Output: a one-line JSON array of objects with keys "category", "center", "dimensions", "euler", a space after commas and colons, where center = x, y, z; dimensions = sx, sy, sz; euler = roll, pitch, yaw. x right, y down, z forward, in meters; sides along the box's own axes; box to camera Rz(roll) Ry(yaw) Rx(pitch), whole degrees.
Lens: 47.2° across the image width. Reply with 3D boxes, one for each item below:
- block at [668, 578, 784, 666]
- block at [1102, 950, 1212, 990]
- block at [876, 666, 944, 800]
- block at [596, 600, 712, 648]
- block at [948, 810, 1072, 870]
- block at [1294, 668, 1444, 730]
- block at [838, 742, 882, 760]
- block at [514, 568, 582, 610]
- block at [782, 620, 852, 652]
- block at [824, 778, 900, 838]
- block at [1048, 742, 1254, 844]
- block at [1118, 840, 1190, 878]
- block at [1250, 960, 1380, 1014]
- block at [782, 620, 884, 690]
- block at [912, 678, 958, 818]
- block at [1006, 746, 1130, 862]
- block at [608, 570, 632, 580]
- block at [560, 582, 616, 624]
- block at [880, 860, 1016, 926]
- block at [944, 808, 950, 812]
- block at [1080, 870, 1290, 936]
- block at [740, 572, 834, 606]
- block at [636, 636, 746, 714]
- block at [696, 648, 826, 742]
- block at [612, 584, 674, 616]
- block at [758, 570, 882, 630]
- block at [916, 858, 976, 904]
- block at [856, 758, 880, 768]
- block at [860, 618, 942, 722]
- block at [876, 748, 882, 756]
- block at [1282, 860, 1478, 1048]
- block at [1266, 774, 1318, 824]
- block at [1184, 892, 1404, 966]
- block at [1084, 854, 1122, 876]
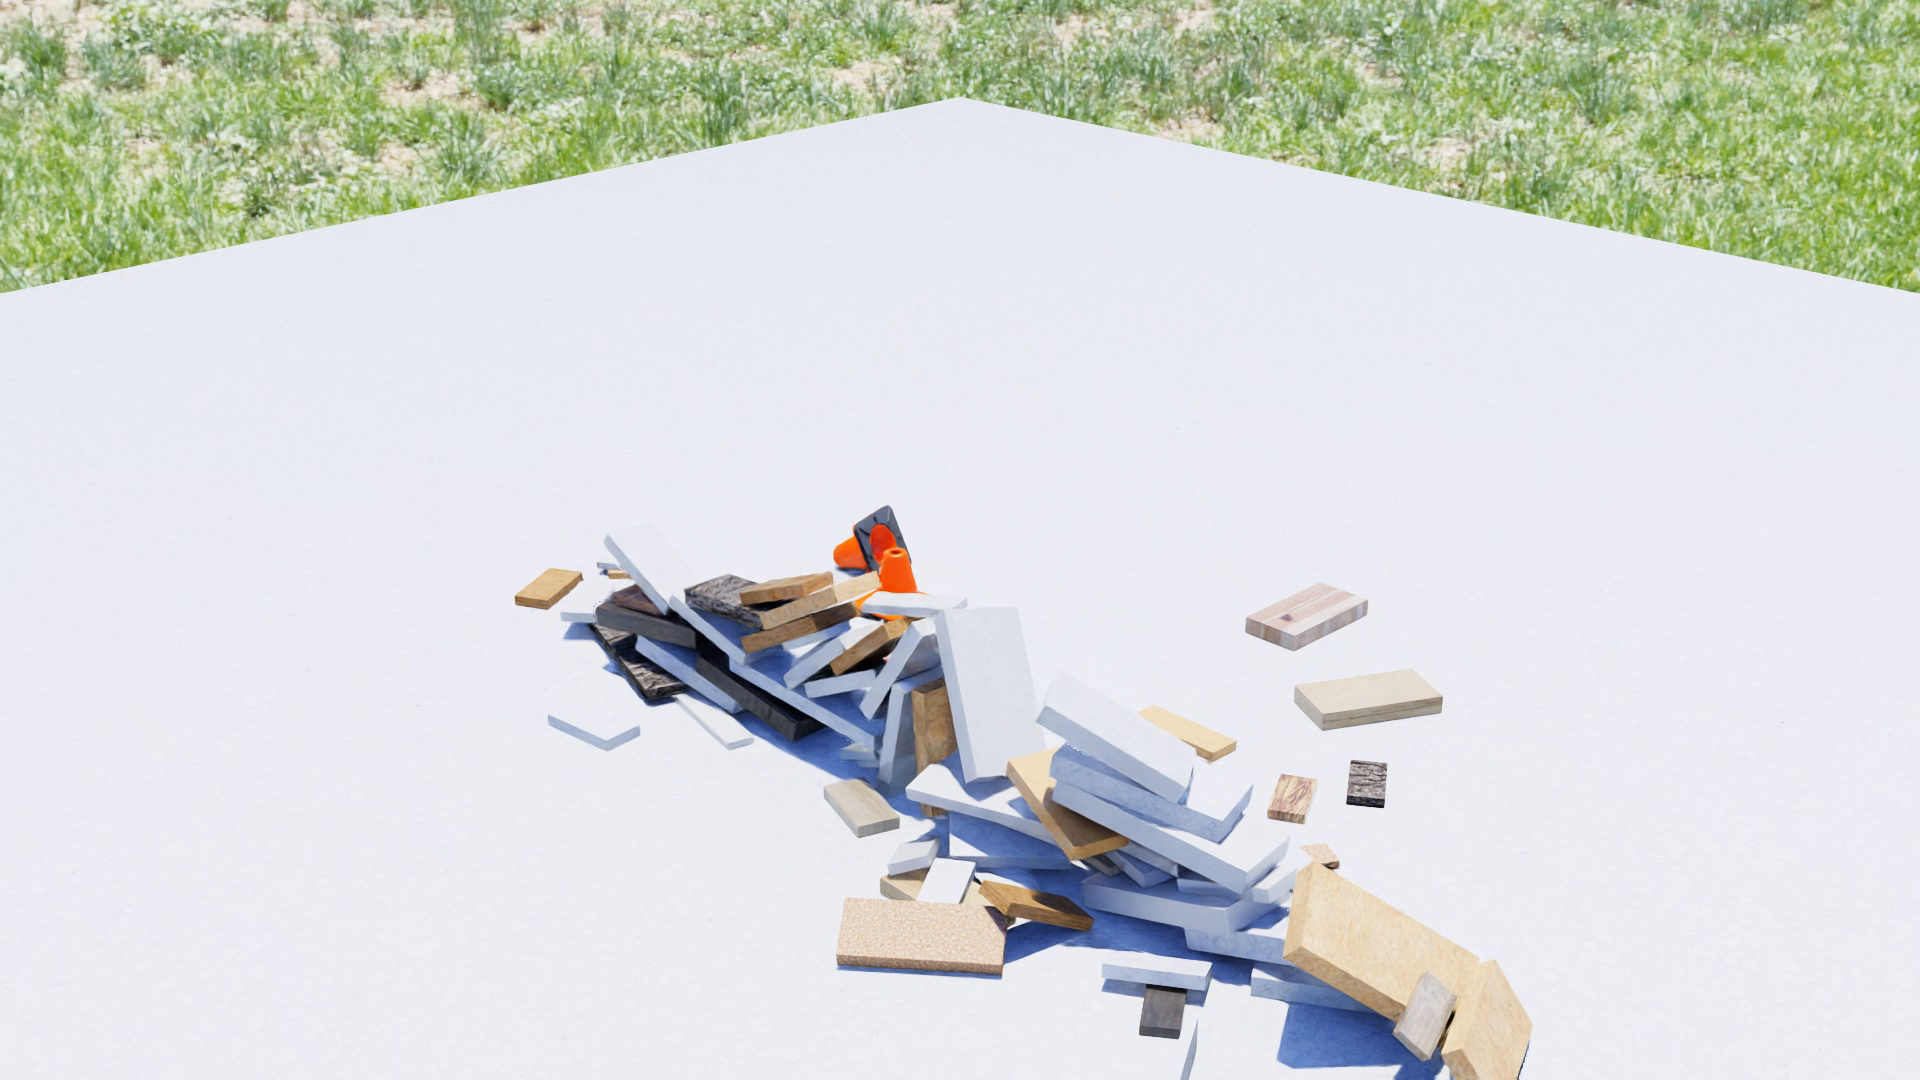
[{"category": "block", "center": [-0.513, 0.179, 4.844], "dimensions": [0.246, 0.035, 0.123], "euler": [36, 38, 29]}, {"category": "block", "center": [0.349, 0.761, 3.893], "dimensions": [0.183, 0.026, 0.091], "euler": [4, 6, 14]}, {"category": "block", "center": [-0.090, 0.393, 4.485], "dimensions": [0.135, 0.271, 0.038], "euler": [-18, 41, -36]}, {"category": "block", "center": [-0.658, 0.173, 4.988], "dimensions": [0.318, 0.045, 0.159], "euler": [10, 23, 37]}, {"category": "block", "center": [0.096, 0.577, 4.240], "dimensions": [0.234, 0.033, 0.117], "euler": [2, 41, -2]}, {"category": "block", "center": [0.905, 0.353, 4.877], "dimensions": [0.290, 0.041, 0.145], "euler": [-7, 24, -16]}, {"category": "block", "center": [-0.194, 0.443, 4.636], "dimensions": [0.064, 0.018, 0.129], "euler": [-19, 9, -38]}, {"category": "block", "center": [-1.018, 0.120, 5.445], "dimensions": [0.090, 0.026, 0.181], "euler": [8, 24, 17]}, {"category": "block", "center": [-0.302, 0.203, 4.630], "dimensions": [0.143, 0.020, 0.072], "euler": [-18, 1, 45]}, {"category": "block", "center": [-0.200, 0.541, 4.454], "dimensions": [0.091, 0.026, 0.182], "euler": [-10, 25, -23]}, {"category": "block", "center": [0.349, 0.436, 4.009], "dimensions": [0.334, 0.047, 0.167], "euler": [20, 27, 21]}, {"category": "block", "center": [0.362, 0.558, 4.072], "dimensions": [0.098, 0.028, 0.195], "euler": [-24, 30, -37]}, {"category": "block", "center": [0.662, 0.771, 3.893], "dimensions": [0.275, 0.039, 0.138], "euler": [6, 24, 14]}, {"category": "block", "center": [-0.261, 0.243, 4.617], "dimensions": [0.121, 0.034, 0.241], "euler": [-18, -11, -40]}, {"category": "block", "center": [-0.025, 0.412, 4.441], "dimensions": [0.135, 0.271, 0.038], "euler": [-18, 24, -36]}, {"category": "block", "center": [0.200, 0.487, 4.084], "dimensions": [0.123, 0.035, 0.247], "euler": [-11, 41, -28]}, {"category": "block", "center": [-0.823, 0.078, 5.555], "dimensions": [0.123, 0.017, 0.062], "euler": [-1, 23, -1]}, {"category": "block", "center": [-0.891, 0.149, 5.268], "dimensions": [0.087, 0.025, 0.175], "euler": [2, 23, 6]}, {"category": "block", "center": [-0.024, 0.675, 4.124], "dimensions": [0.123, 0.035, 0.247], "euler": [-19, 30, -38]}, {"category": "block", "center": [0.025, 0.538, 4.363], "dimensions": [0.112, 0.016, 0.056], "euler": [30, 50, 24]}, {"category": "block", "center": [0.412, 0.646, 4.055], "dimensions": [0.177, 0.050, 0.355], "euler": [-21, 15, -40]}, {"category": "block", "center": [-0.369, 0.103, 4.685], "dimensions": [0.192, 0.027, 0.096], "euler": [-9, 10, 41]}, {"category": "block", "center": [-0.561, 0.274, 4.949], "dimensions": [0.318, 0.045, 0.159], "euler": [29, 34, 31]}, {"category": "block", "center": [-0.413, 0.321, 4.820], "dimensions": [0.318, 0.045, 0.159], "euler": [31, 35, 33]}, {"category": "block", "center": [-0.701, 0.134, 5.005], "dimensions": [0.175, 0.025, 0.087], "euler": [11, 24, 39]}, {"category": "block", "center": [-0.293, 0.127, 4.599], "dimensions": [0.127, 0.036, 0.254], "euler": [-20, -1, -44]}, {"category": "block", "center": [-0.026, 0.649, 4.114], "dimensions": [0.079, 0.022, 0.158], "euler": [5, 24, 12]}, {"category": "block", "center": [-0.153, 0.457, 4.600], "dimensions": [0.064, 0.018, 0.129], "euler": [-18, 7, -36]}, {"category": "block", "center": [-0.091, 0.253, 4.437], "dimensions": [0.135, 0.271, 0.038], "euler": [-14, 57, -41]}, {"category": "block", "center": [-0.157, 0.418, 4.592], "dimensions": [0.064, 0.018, 0.129], "euler": [-13, 23, -28]}, {"category": "block", "center": [0.715, 0.706, 3.718], "dimensions": [0.355, 0.050, 0.177], "euler": [31, 45, -13]}, {"category": "block", "center": [0.679, 0.528, 4.488], "dimensions": [0.077, 0.022, 0.155], "euler": [7, 24, 16]}, {"category": "block", "center": [0.595, 0.692, 3.913], "dimensions": [0.355, 0.050, 0.177], "euler": [0, 16, 44]}, {"category": "block", "center": [0.269, 0.589, 4.169], "dimensions": [0.067, 0.019, 0.135], "euler": [-23, 30, -29]}]
